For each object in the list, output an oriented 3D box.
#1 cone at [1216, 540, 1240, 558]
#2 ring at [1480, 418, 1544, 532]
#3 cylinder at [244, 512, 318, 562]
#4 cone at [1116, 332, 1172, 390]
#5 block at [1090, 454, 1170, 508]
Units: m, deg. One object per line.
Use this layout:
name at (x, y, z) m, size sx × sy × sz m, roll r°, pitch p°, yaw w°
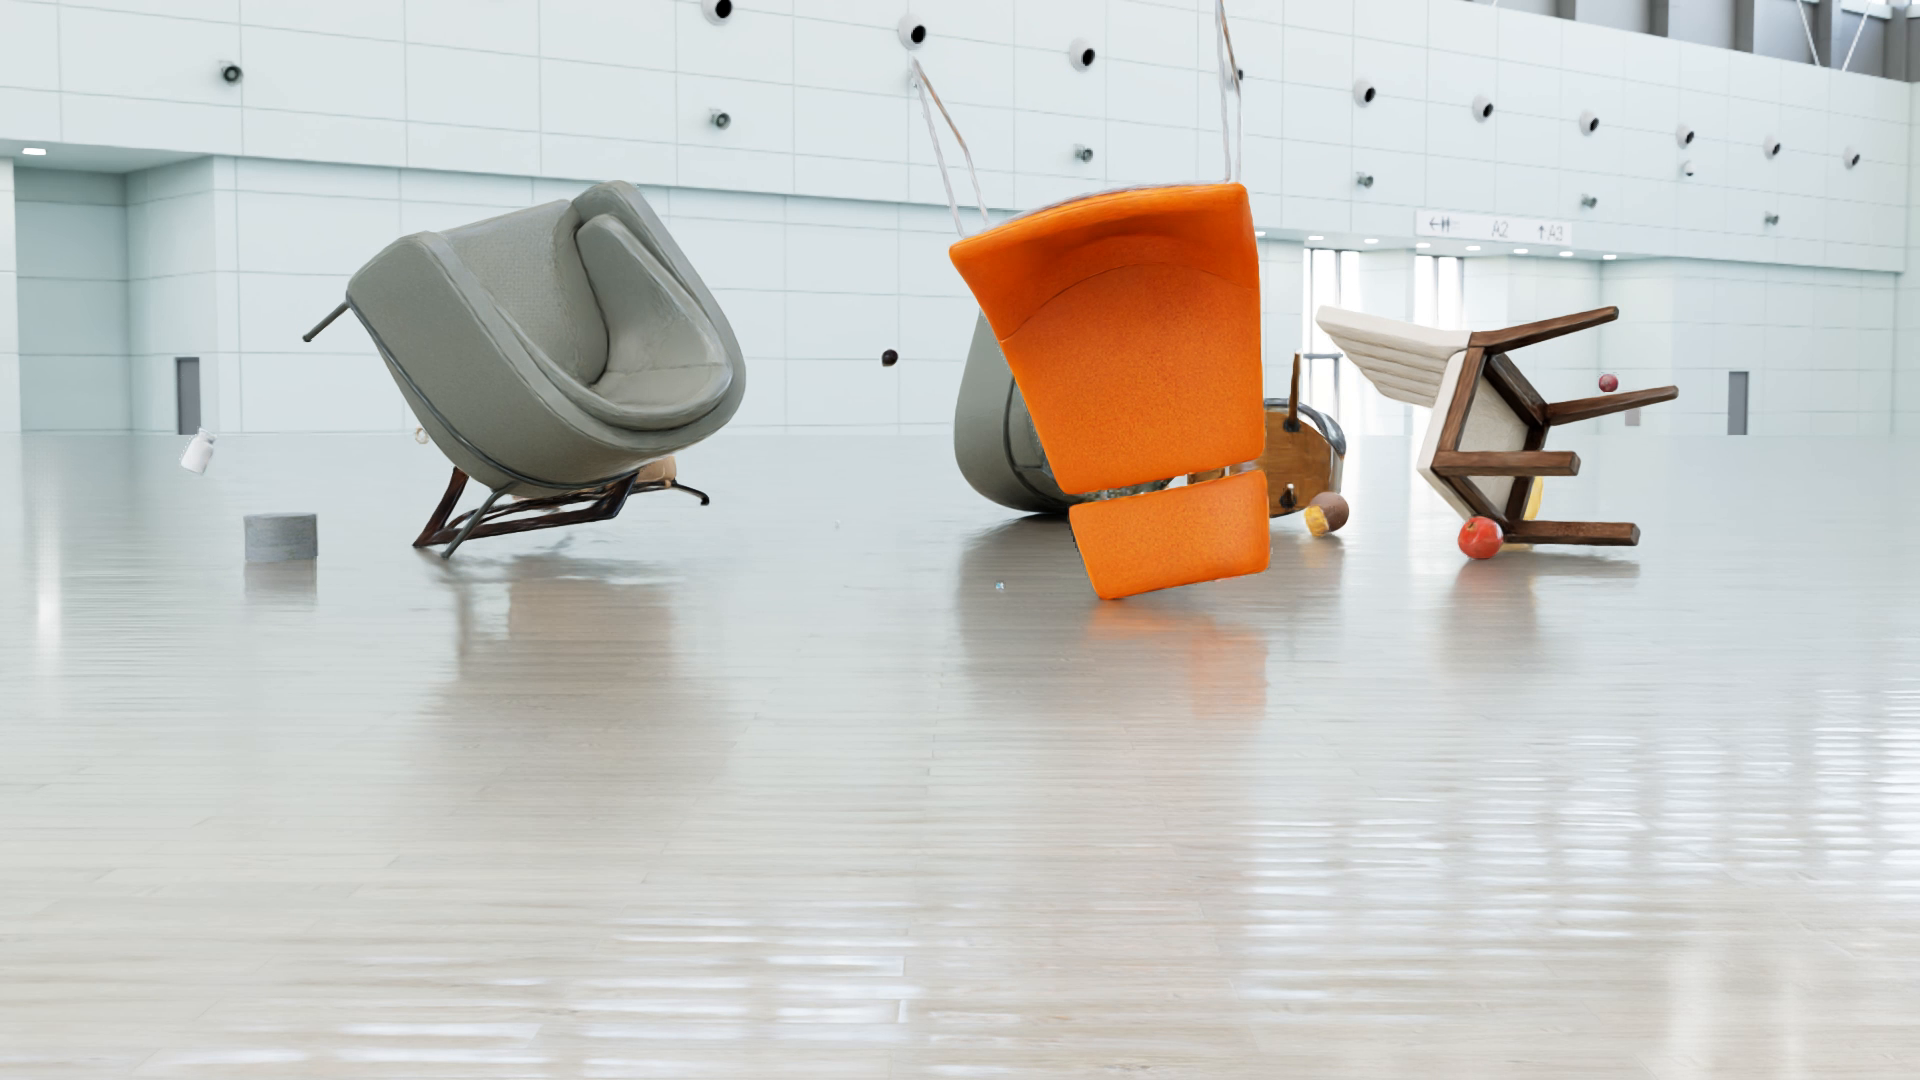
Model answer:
cone at (0.697, 0.036, 5.858) m, size 0.075 × 0.047 × 0.081 m, roll -3°, pitch 18°, yaw 33°
ring at (1.736, -0.200, 6.929) m, size 0.064 × 0.380 × 0.282 m, roll 5°, pitch -22°, yaw -24°
cylinder at (-1.803, -0.009, 5.838) m, size 0.173 × 0.116 × 0.232 m, roll 1°, pitch 4°, yaw 8°
cone at (0.701, -0.703, 8.545) m, size 0.223 × 0.233 × 0.094 m, roll 2°, pitch 14°, yaw -10°
block at (0.646, -0.224, 8.388) m, size 0.255 × 0.194 × 0.262 m, roll -1°, pitch 4°, yaw -8°
